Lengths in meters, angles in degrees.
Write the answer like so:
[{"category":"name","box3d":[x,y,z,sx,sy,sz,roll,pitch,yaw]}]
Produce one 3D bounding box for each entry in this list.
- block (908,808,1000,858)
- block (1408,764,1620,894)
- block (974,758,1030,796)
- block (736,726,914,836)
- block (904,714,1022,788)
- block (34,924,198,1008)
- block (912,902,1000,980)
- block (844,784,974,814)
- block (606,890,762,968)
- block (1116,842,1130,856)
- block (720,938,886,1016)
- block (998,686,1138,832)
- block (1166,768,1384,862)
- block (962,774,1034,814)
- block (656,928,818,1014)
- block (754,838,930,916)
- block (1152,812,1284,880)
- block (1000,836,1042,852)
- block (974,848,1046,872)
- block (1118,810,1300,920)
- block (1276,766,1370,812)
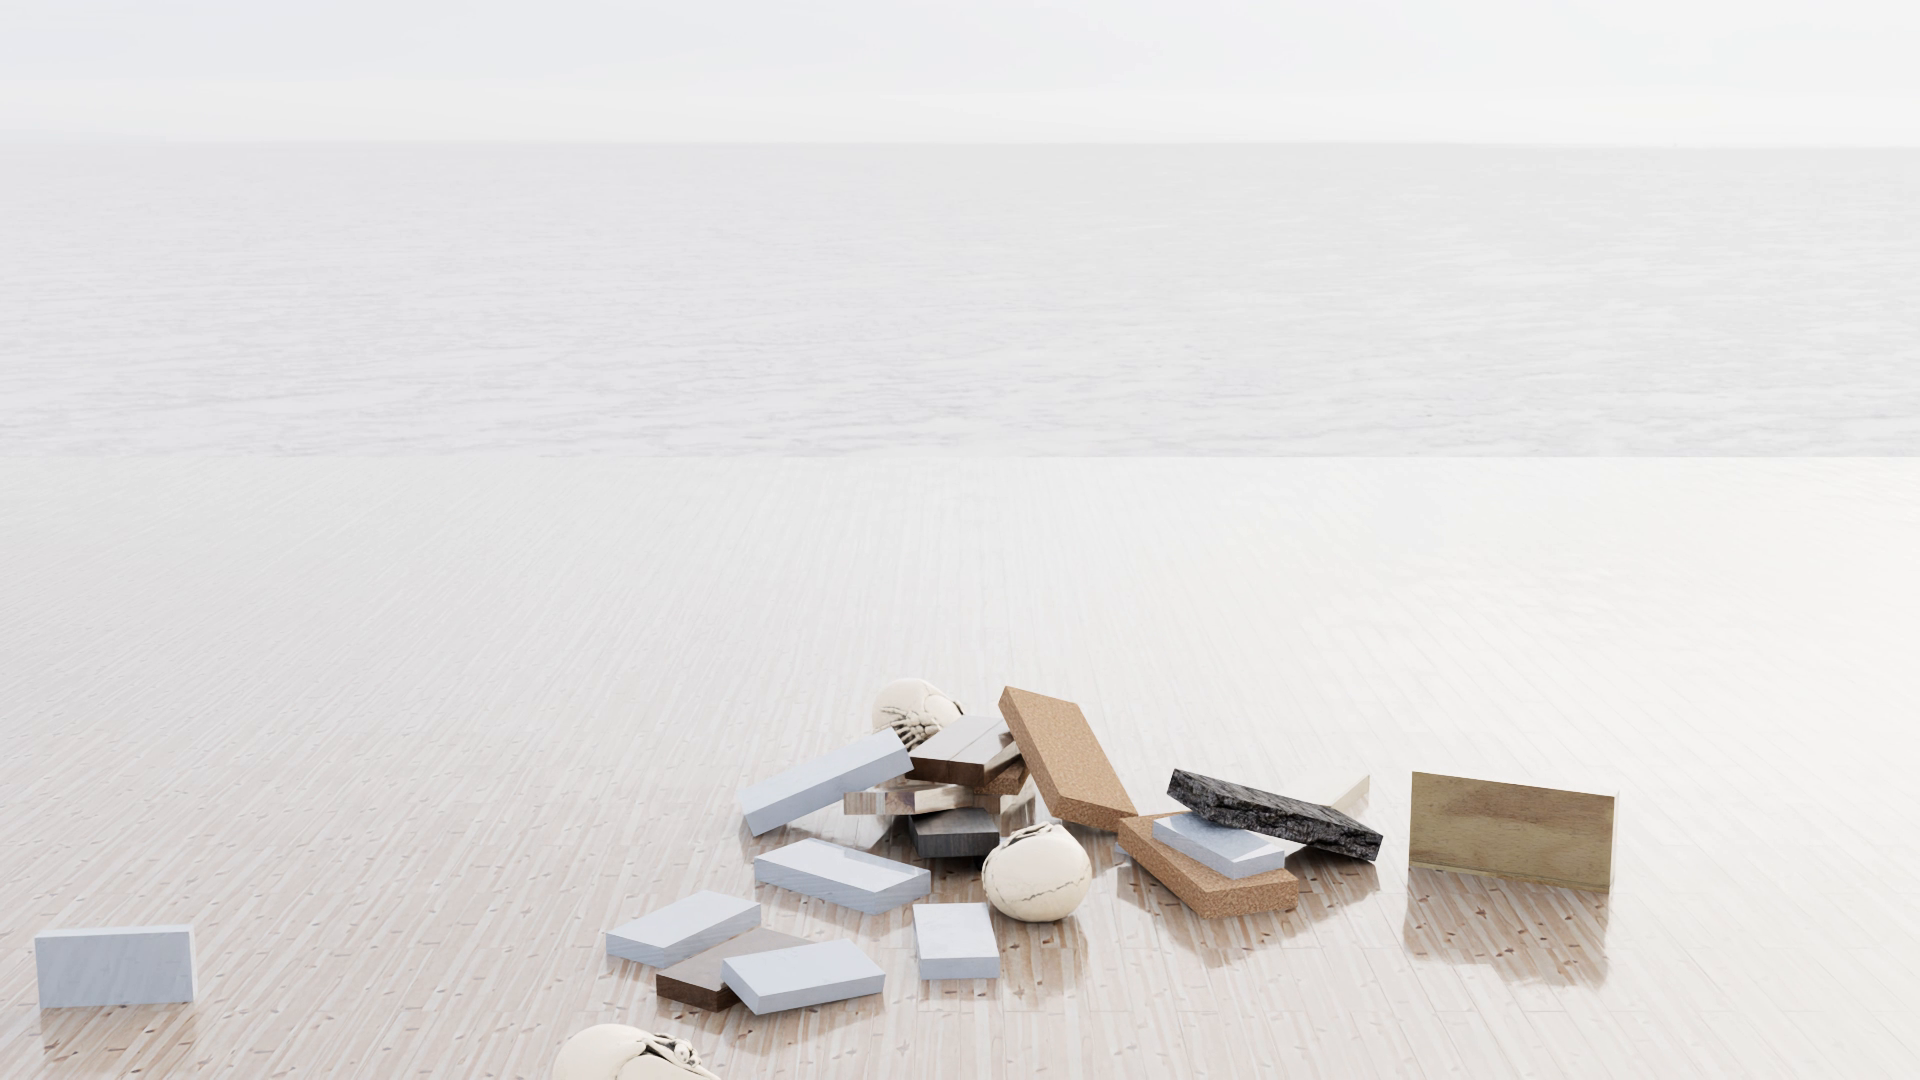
[{"category":"block","box3d":[-0.013,0.512,3.863,0.138,0.039,0.276,-1,2,-5]},{"category":"block","box3d":[0.940,0.490,3.743,0.339,0.170,0.048,5,12,25]},{"category":"block","box3d":[0.072,0.438,4.219,0.116,0.033,0.232,2,11,10]},{"category":"block","box3d":[-0.250,0.442,4.042,0.313,0.044,0.157,-22,13,-7]},{"category":"block","box3d":[0.025,0.401,4.205,0.157,0.044,0.313,4,11,20]},{"category":"block","box3d":[-1.229,0.621,3.206,0.216,0.108,0.031,-1,11,-7]},{"category":"block","box3d":[-0.008,0.621,3.413,0.118,0.033,0.236,-1,11,-4]},{"category":"block","box3d":[-0.090,0.471,3.994,0.138,0.039,0.276,-3,-4,22]},{"category":"block","box3d":[-0.433,0.611,3.464,0.118,0.033,0.236,7,13,33]},{"category":"block","box3d":[0.335,0.545,3.862,0.058,0.016,0.116,-12,16,-44]},{"category":"block","box3d":[-0.229,0.638,3.222,0.216,0.031,0.108,-2,22,-36]},{"category":"block","box3d":[0.198,0.409,4.141,0.157,0.044,0.446,16,18,-18]},{"category":"block","box3d":[0.548,0.479,3.836,0.339,0.048,0.170,16,3,-21]},{"category":"block","box3d":[0.055,0.472,4.216,0.116,0.033,0.232,3,11,17]},{"category":"block","box3d":[-0.331,0.642,3.296,0.118,0.033,0.236,7,13,34]},{"category":"block","box3d":[-0.199,0.564,3.702,0.276,0.039,0.138,9,14,39]},{"category":"block","box3d":[0.433,0.510,3.699,0.108,0.031,0.216,-8,17,-32]},{"category":"block","box3d":[0.082,0.542,3.883,0.116,0.016,0.058,-1,11,-6]},{"category":"block","box3d":[0.085,0.555,3.815,0.116,0.016,0.058,-2,11,-8]},{"category":"block","box3d":[0.416,0.544,3.724,0.170,0.048,0.339,-4,15,-20]},{"category":"block","box3d":[0.684,0.481,4.166,0.116,0.033,0.232,6,12,27]}]
